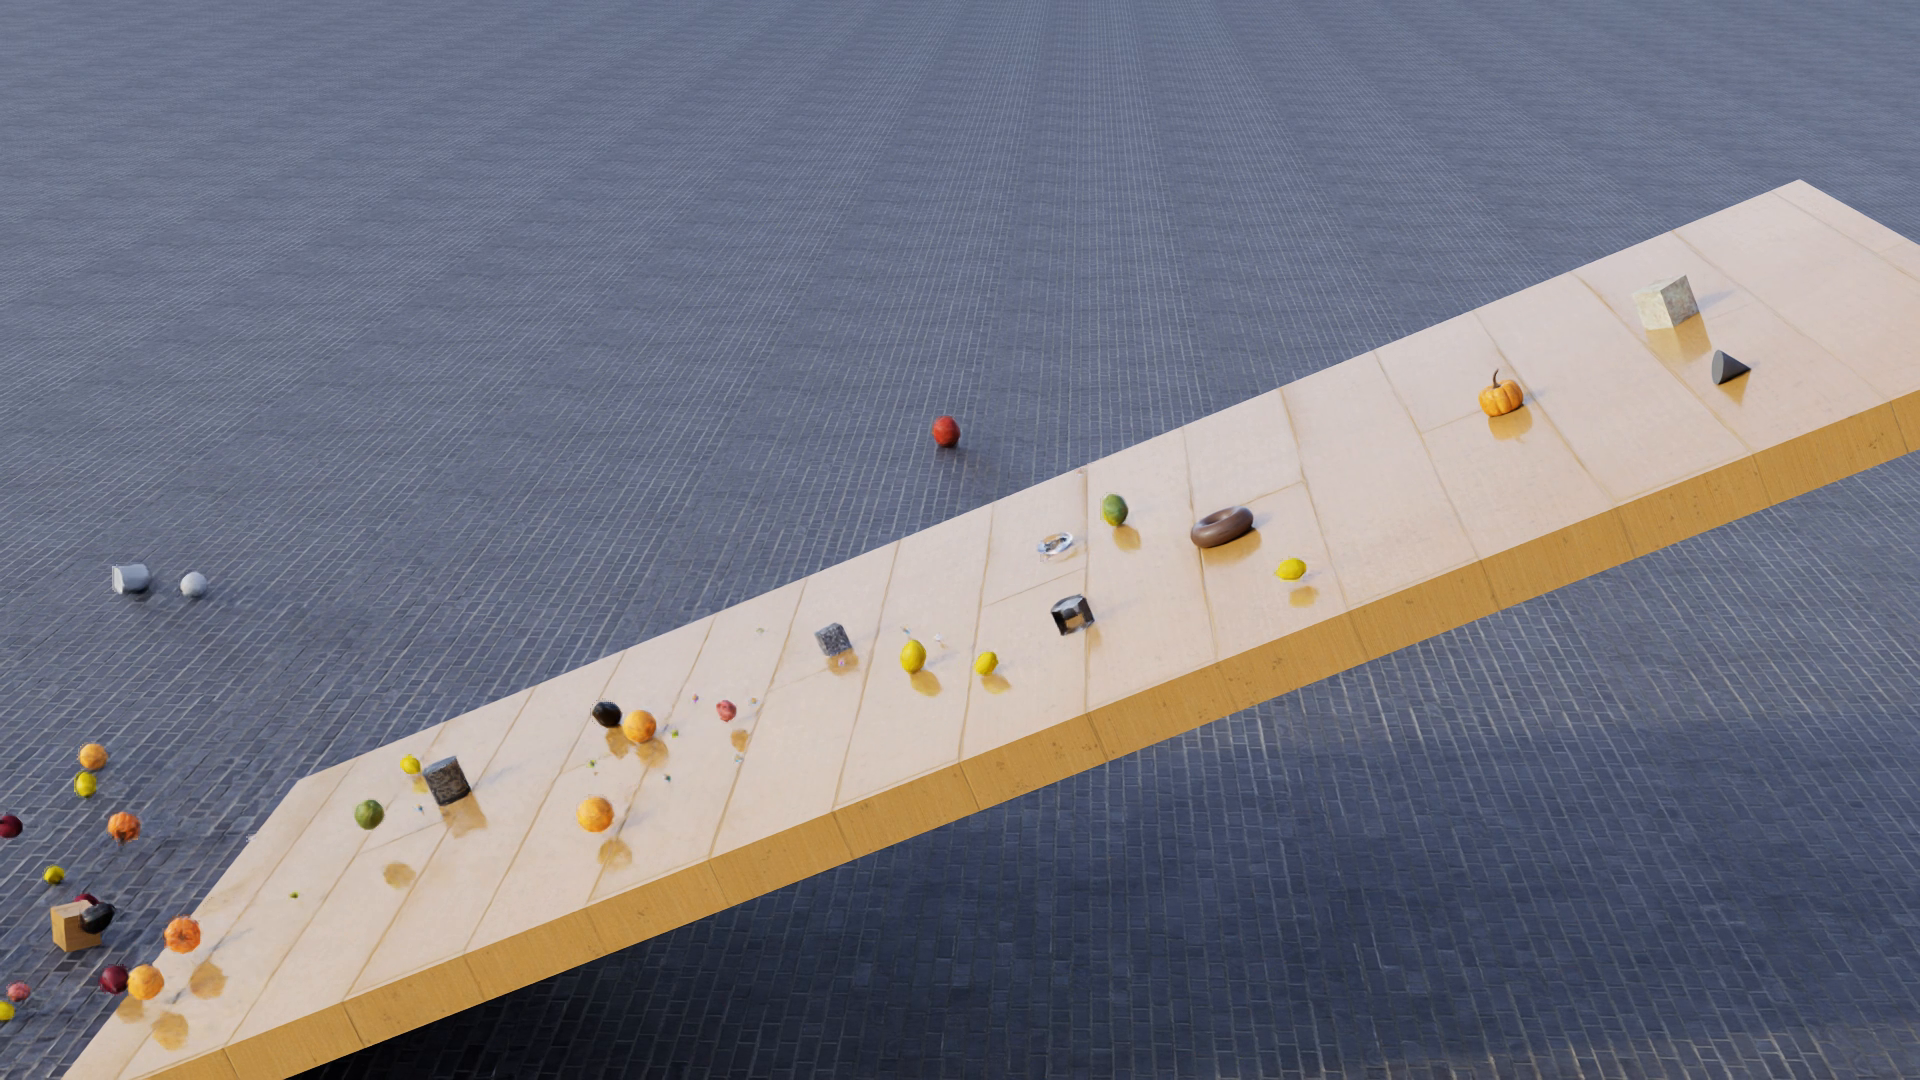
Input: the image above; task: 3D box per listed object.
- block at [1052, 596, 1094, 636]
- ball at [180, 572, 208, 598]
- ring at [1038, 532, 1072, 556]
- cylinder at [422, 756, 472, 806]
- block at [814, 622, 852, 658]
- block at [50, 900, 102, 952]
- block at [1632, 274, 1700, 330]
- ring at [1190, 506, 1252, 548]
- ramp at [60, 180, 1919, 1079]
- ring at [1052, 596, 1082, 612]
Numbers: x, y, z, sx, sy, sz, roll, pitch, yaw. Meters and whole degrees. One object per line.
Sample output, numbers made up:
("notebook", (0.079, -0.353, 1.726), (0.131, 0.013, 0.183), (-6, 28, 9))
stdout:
("block", (0.224, 0.152, 5.838), (0.052, 0.052, 0.052), (-15, 15, 35))
("ball", (-2.483, 0.147, 9.535), (0.085, 0.085, 0.085), (0, 14, 0))
("ring", (0.211, 0.008, 6.526), (0.083, 0.028, 0.083), (-22, 13, 5))
("cylinder", (-1.158, 0.545, 6.637), (0.083, 0.083, 0.083), (-22, 12, 5))
("block", (-0.280, 0.220, 6.468), (0.054, 0.054, 0.054), (-27, 13, -15))
("block", (-2.010, 0.878, 6.689), (0.082, 0.082, 0.082), (-10, 18, -35))
("block", (1.487, -0.501, 6.203), (0.084, 0.084, 0.084), (-30, 14, -28))
("ring", (0.537, -0.027, 6.037), (0.137, 0.046, 0.137), (-23, 11, 5))
("ramp", (0.128, 0.172, 6.287), (4.000, 0.100, 2.000), (-22, 12, 8))
("ring", (0.221, 0.135, 5.976), (0.077, 0.026, 0.077), (-21, 13, 5))
